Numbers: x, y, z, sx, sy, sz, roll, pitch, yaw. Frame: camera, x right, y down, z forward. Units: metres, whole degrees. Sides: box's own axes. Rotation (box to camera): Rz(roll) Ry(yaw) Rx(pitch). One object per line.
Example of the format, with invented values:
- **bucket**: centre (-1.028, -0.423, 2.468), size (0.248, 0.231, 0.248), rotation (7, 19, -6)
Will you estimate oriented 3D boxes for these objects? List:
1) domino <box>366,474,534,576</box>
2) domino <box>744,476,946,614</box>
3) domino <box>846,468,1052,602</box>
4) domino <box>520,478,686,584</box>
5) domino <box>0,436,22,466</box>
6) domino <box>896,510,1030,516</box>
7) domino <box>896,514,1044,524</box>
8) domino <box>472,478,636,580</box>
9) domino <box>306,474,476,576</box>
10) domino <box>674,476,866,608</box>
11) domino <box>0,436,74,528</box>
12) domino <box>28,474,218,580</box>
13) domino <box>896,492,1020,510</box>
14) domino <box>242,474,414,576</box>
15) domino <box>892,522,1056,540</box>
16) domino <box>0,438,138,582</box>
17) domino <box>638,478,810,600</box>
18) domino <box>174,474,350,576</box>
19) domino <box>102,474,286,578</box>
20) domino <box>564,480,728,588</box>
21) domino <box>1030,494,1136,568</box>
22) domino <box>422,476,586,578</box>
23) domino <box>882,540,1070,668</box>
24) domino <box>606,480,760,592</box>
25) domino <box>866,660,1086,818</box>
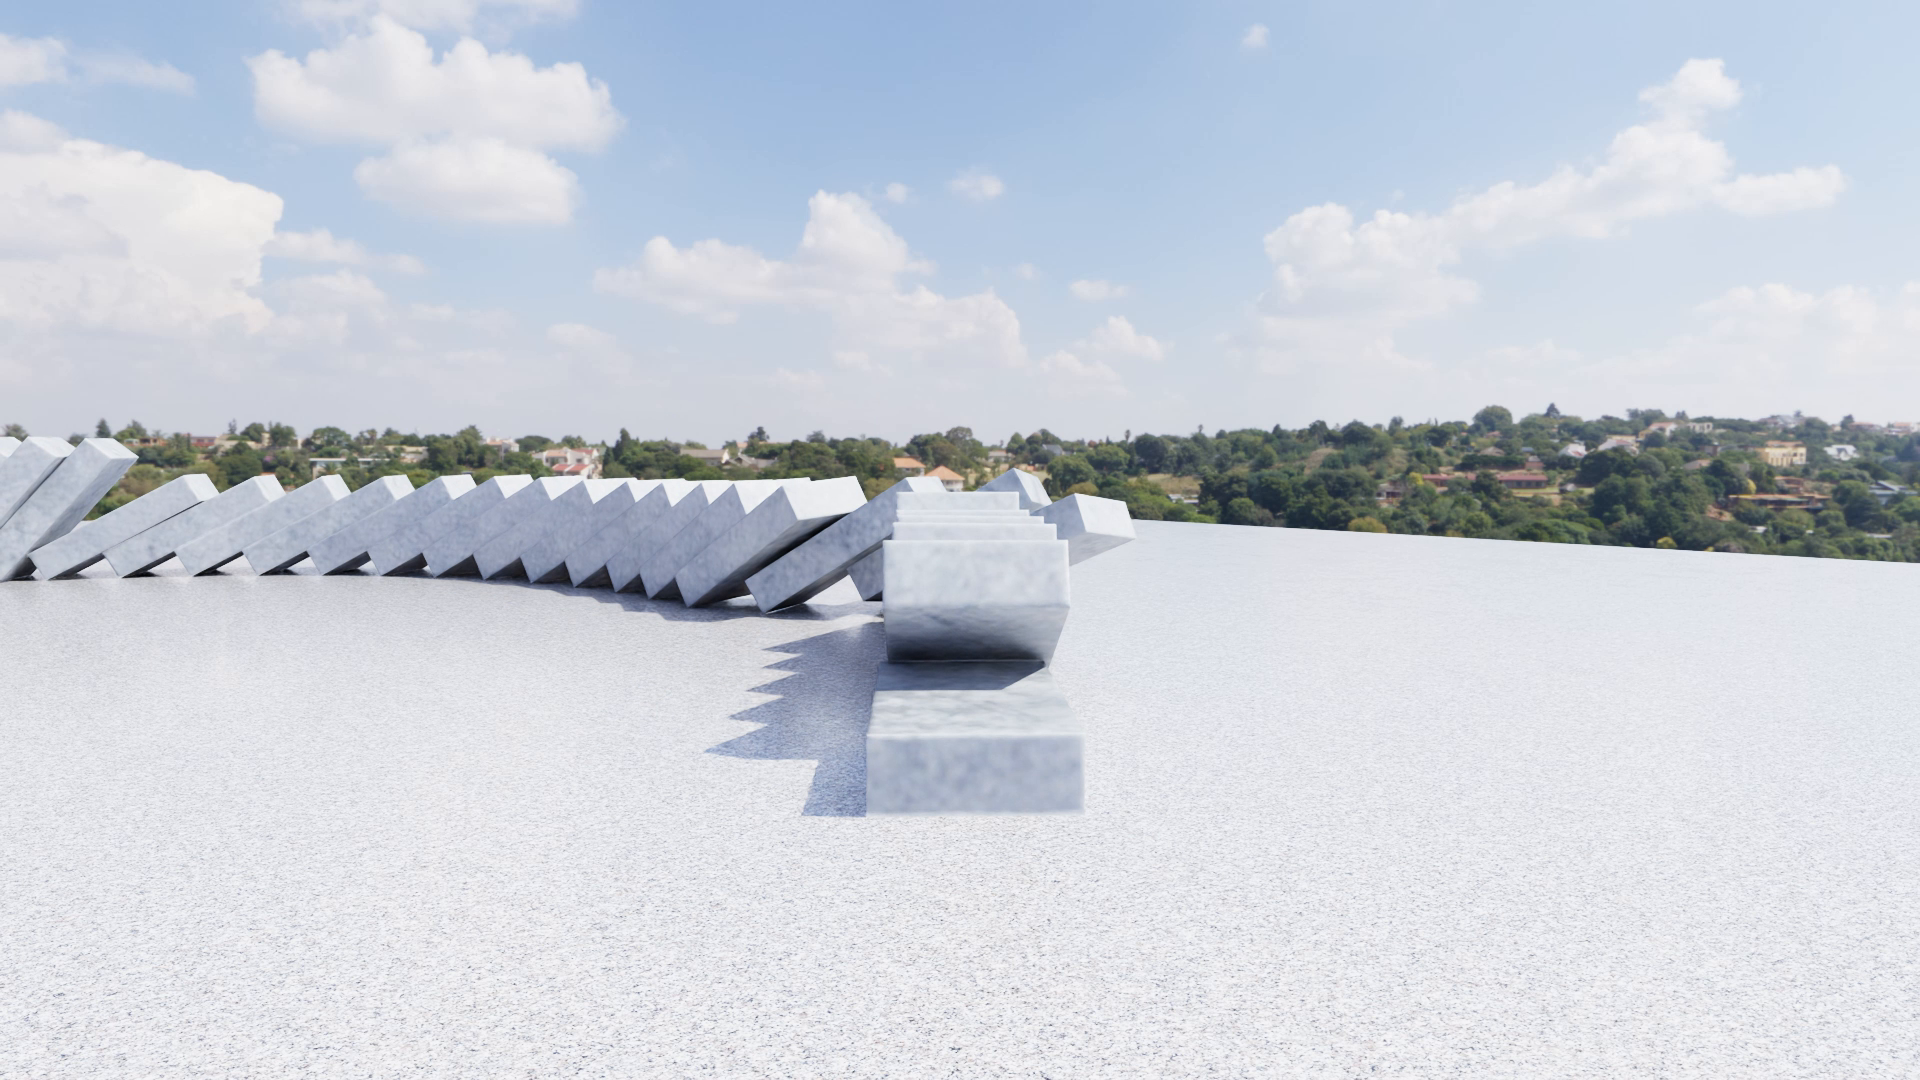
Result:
- **domino**: centre (-0.165, -0.005, 0.421), size (0.050, 0.009, 0.025), rotation (-28, 0, 8)
- **domino**: centre (-0.027, 0.001, 0.325), size (0.050, 0.009, 0.025), rotation (-32, -6, 16)
- **domino**: centre (-0.002, -0.001, 0.330), size (0.050, 0.010, 0.025), rotation (-31, -11, 14)
- **domino**: centre (-0.108, -0.003, 0.392), size (0.050, 0.010, 0.025), rotation (-29, -10, 27)
- **domino**: centre (-0.308, -0.009, 0.393), size (0.010, 0.050, 0.025), rotation (40, -7, -15)
- **domino**: centre (0.000, 0.008, 0.262), size (0.025, 0.009, 0.050), rotation (0, -21, -2)
- **domino**: centre (0.001, 0.009, 0.239), size (0.025, 0.010, 0.050), rotation (1, -21, -2)
- **domino**: centre (-0.126, -0.004, 0.403), size (0.050, 0.010, 0.025), rotation (-29, -8, 23)
- **domino**: centre (-0.187, -0.005, 0.426), size (0.050, 0.009, 0.025), rotation (-28, 4, 2)
- **domino**: centre (-0.049, 0.001, 0.328), size (0.050, 0.010, 0.025), rotation (-34, -15, 38)
- **domino**: centre (-0.297, -0.010, 0.397), size (0.010, 0.050, 0.025), rotation (40, -7, -15)
- **domino**: centre (-0.269, -0.005, 0.415), size (0.050, 0.009, 0.025), rotation (-31, 12, -12)
- **domino**: centre (-0.001, 0.005, 0.282), size (0.025, 0.010, 0.050), rotation (0, -25, -2)
- **domino**: centre (-0.209, -0.005, 0.427), size (0.050, 0.010, 0.025), rotation (-29, 7, -5)
- **domino**: centre (0.001, 0.011, 0.217), size (0.025, 0.010, 0.050), rotation (1, -21, -2)
- **domino**: centre (-0.286, -0.010, 0.407), size (0.010, 0.050, 0.025), rotation (41, -7, -15)
- **domino**: centre (-0.063, 0.000, 0.345), size (0.025, 0.010, 0.050), rotation (-8, -21, -48)
- **domino**: centre (-0.230, -0.005, 0.427), size (0.050, 0.010, 0.025), rotation (-30, 10, -10)
- **domino**: centre (-0.250, -0.005, 0.422), size (0.050, 0.009, 0.025), rotation (-30, 11, -11)
- **domino**: centre (-0.091, -0.002, 0.377), size (0.050, 0.009, 0.025), rotation (-31, -15, 33)
- **domino**: centre (0.015, 0.003, 0.312), size (0.050, 0.010, 0.025), rotation (-25, -17, 31)
- **domino**: centre (-0.145, -0.005, 0.414), size (0.050, 0.009, 0.025), rotation (-28, -4, 16)
- **domino**: centre (0.002, 0.013, 0.195), size (0.025, 0.009, 0.050), rotation (0, -20, -2)
- **domino**: centre (-0.076, -0.001, 0.363), size (0.050, 0.010, 0.025), rotation (-33, -17, 37)
- **domino**: centre (0.001, 0.025, 0.171), size (0.025, 0.009, 0.050), rotation (0, 4, -2)
